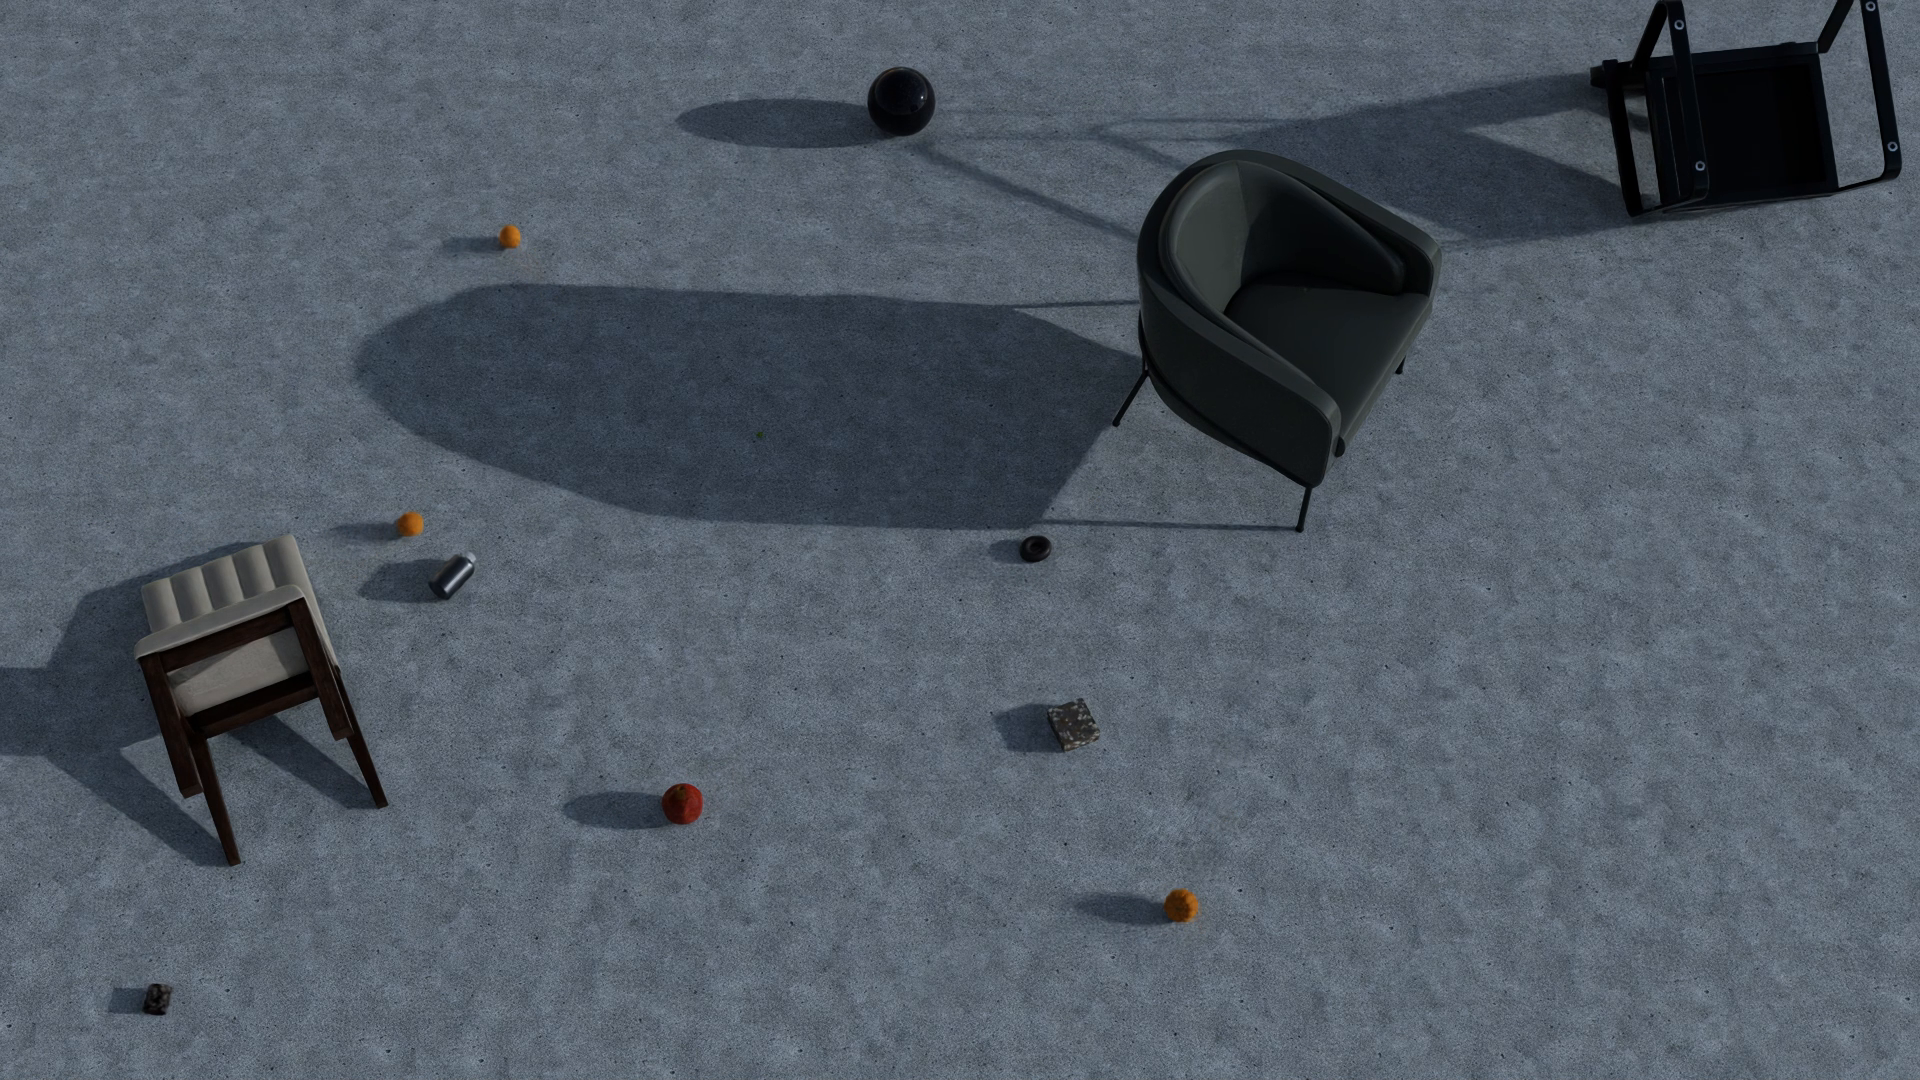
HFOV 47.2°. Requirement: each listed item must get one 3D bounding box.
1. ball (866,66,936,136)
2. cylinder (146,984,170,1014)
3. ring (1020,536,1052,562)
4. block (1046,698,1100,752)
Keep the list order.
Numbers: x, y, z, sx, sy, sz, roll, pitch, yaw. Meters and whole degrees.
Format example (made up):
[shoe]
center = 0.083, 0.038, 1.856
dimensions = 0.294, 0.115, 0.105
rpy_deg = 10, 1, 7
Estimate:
[ball]
center = -0.198, -1.480, 7.426
dimensions = 0.234, 0.234, 0.234
rpy_deg = 0, 56, 0
[cylinder]
center = -2.097, 1.200, 5.746
dimensions = 0.059, 0.037, 0.071
rpy_deg = 2, 78, -27
[ring]
center = 0.224, 0.026, 6.536
dimensions = 0.101, 0.035, 0.085
rpy_deg = -27, 61, -16
[block]
center = 0.319, 0.521, 6.195
dimensions = 0.109, 0.049, 0.119
rpy_deg = -19, 58, -13
